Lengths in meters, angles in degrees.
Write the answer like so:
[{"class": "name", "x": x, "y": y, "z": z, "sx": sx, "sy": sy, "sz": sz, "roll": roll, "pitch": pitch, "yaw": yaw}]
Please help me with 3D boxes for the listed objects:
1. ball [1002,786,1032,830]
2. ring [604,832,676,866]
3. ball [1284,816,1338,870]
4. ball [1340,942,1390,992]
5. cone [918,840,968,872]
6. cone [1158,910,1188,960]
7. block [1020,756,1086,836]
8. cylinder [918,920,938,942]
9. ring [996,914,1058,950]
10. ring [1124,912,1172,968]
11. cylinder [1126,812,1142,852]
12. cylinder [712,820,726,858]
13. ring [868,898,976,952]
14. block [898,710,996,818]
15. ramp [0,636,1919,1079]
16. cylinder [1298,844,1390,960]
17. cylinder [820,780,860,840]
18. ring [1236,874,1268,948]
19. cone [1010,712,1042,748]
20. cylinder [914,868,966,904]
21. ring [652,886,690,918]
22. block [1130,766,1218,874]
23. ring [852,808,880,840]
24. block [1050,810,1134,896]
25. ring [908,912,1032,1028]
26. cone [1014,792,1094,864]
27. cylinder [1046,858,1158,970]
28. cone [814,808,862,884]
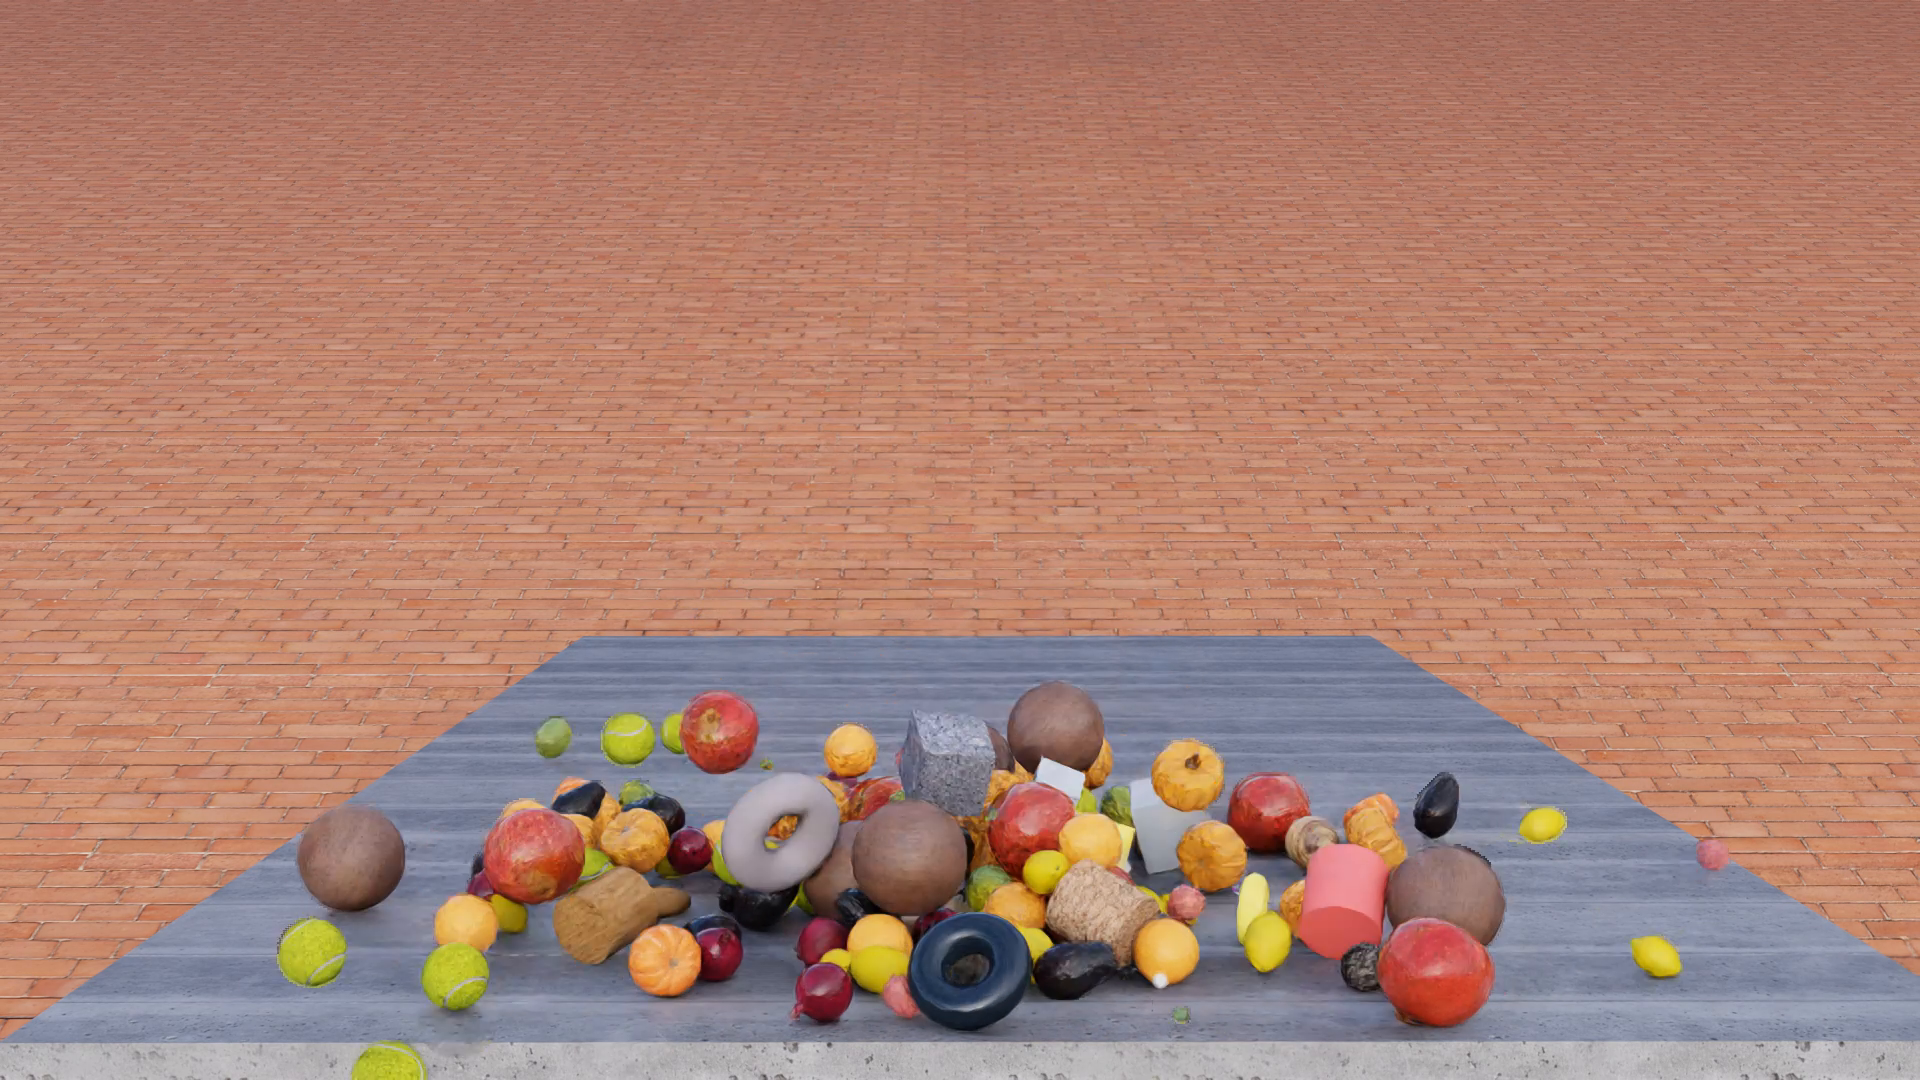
[{"class": "ball", "x": 0.091, "y": 0.389, "z": 3.732, "sx": 0.062, "sy": 0.062, "sz": 0.062, "roll": 0, "pitch": 20, "yaw": 0}, {"class": "ring", "x": -0.434, "y": 0.420, "z": 3.490, "sx": 0.098, "sy": 0.033, "sz": 0.098, "roll": 1, "pitch": 4, "yaw": 0}, {"class": "ball", "x": 0.469, "y": 0.403, "z": 3.423, "sx": 0.072, "sy": 0.072, "sz": 0.072, "roll": 0, "pitch": 20, "yaw": 0}, {"class": "ball", "x": 0.432, "y": 0.456, "z": 2.734, "sx": 0.052, "sy": 0.052, "sz": 0.052, "roll": 0, "pitch": 20, "yaw": 0}, {"class": "cone", "x": -0.031, "y": 0.418, "z": 3.269, "sx": 0.064, "sy": 0.064, "sz": 0.064, "roll": -7, "pitch": -11, "yaw": -19}, {"class": "cone", "x": 0.209, "y": 0.459, "z": 2.883, "sx": 0.065, "sy": 0.065, "sz": 0.065, "roll": -31, "pitch": 32, "yaw": -23}, {"class": "block", "x": 0.113, "y": 0.312, "z": 3.131, "sx": 0.058, "sy": 0.058, "sz": 0.058, "roll": 22, "pitch": 27, "yaw": 0}, {"class": "cylinder", "x": -0.011, "y": 0.440, "z": 2.696, "sx": 0.062, "sy": 0.062, "sz": 0.062, "roll": 25, "pitch": 17, "yaw": -10}, {"class": "ring", "x": 0.067, "y": 0.453, "z": 2.967, "sx": 0.093, "sy": 0.031, "sz": 0.093, "roll": 1, "pitch": 3, "yaw": 0}, {"class": "ring", "x": 0.198, "y": 0.442, "z": 2.859, "sx": 0.076, "sy": 0.025, "sz": 0.076, "roll": -7, "pitch": 57, "yaw": 11}, {"class": "cylinder", "x": 0.272, "y": 0.394, "z": 3.515, "sx": 0.079, "sy": 0.079, "sz": 0.079, "roll": 6, "pitch": -8, "yaw": 16}, {"class": "cylinder", "x": -0.305, "y": 0.410, "z": 3.501, "sx": 0.051, "sy": 0.051, "sz": 0.051, "roll": 7, "pitch": 21, "yaw": 12}, {"class": "ring", "x": -0.041, "y": 0.446, "z": 2.971, "sx": 0.134, "sy": 0.045, "sz": 0.134, "roll": 0, "pitch": 4, "yaw": 0}, {"class": "block", "x": -0.016, "y": 0.276, "z": 3.167, "sx": 0.090, "sy": 0.090, "sz": 0.090, "roll": 5, "pitch": 29, "yaw": -16}, {"class": "ramp", "x": 0.046, "y": 0.419, "z": 4.534, "sx": 2.000, "sy": 0.100, "sz": 4.000, "roll": 0, "pitch": 4, "yaw": 0}, {"class": "cylinder", "x": 0.433, "y": 0.408, "z": 2.892, "sx": 0.093, "sy": 0.093, "sz": 0.093, "roll": 5, "pitch": 43, "yaw": 12}, {"class": "cylinder", "x": -0.186, "y": 0.385, "z": 3.581, "sx": 0.090, "sy": 0.090, "sz": 0.090, "roll": 0, "pitch": 4, "yaw": 0}, {"class": "ring", "x": 0.330, "y": 0.418, "z": 2.897, "sx": 0.028, "sy": 0.084, "sz": 0.084, "roll": 6, "pitch": 21, "yaw": 13}, {"class": "cone", "x": 0.103, "y": 0.283, "z": 3.901, "sx": 0.050, "sy": 0.050, "sz": 0.050, "roll": 3, "pitch": 11, "yaw": -1}, {"class": "cylinder", "x": -0.024, "y": 0.430, "z": 3.076, "sx": 0.062, "sy": 0.062, "sz": 0.062, "roll": 1, "pitch": 3, "yaw": 0}, {"class": "ring", "x": -0.370, "y": 0.444, "z": 3.148, "sx": 0.080, "sy": 0.027, "sz": 0.080, "roll": 0, "pitch": 4, "yaw": 0}, {"class": "block", "x": 0.284, "y": 0.373, "z": 3.414, "sx": 0.095, "sy": 0.095, "sz": 0.095, "roll": -13, "pitch": 16, "yaw": 7}, {"class": "ring", "x": -0.164, "y": 0.406, "z": 3.678, "sx": 0.102, "sy": 0.034, "sz": 0.102, "roll": 4, "pitch": 6, "yaw": 0}, {"class": "block", "x": 0.162, "y": 0.395, "z": 3.143, "sx": 0.077, "sy": 0.077, "sz": 0.077, "roll": 16, "pitch": 42, "yaw": 4}, {"class": "ring", "x": 0.010, "y": 0.438, "z": 2.616, "sx": 0.131, "sy": 0.044, "sz": 0.131, "roll": -9, "pitch": 49, "yaw": 10}, {"class": "cone", "x": 0.111, "y": 0.367, "z": 3.453, "sx": 0.099, "sy": 0.099, "sz": 0.099, "roll": 35, "pitch": 29, "yaw": 10}, {"class": "cylinder", "x": 0.156, "y": 0.411, "z": 2.822, "sx": 0.089, "sy": 0.089, "sz": 0.089, "roll": 29, "pitch": 32, "yaw": 30}, {"class": "cone", "x": -0.163, "y": 0.391, "z": 3.316, "sx": 0.091, "sy": 0.091, "sz": 0.091, "roll": 10, "pitch": -8, "yaw": 1}]
